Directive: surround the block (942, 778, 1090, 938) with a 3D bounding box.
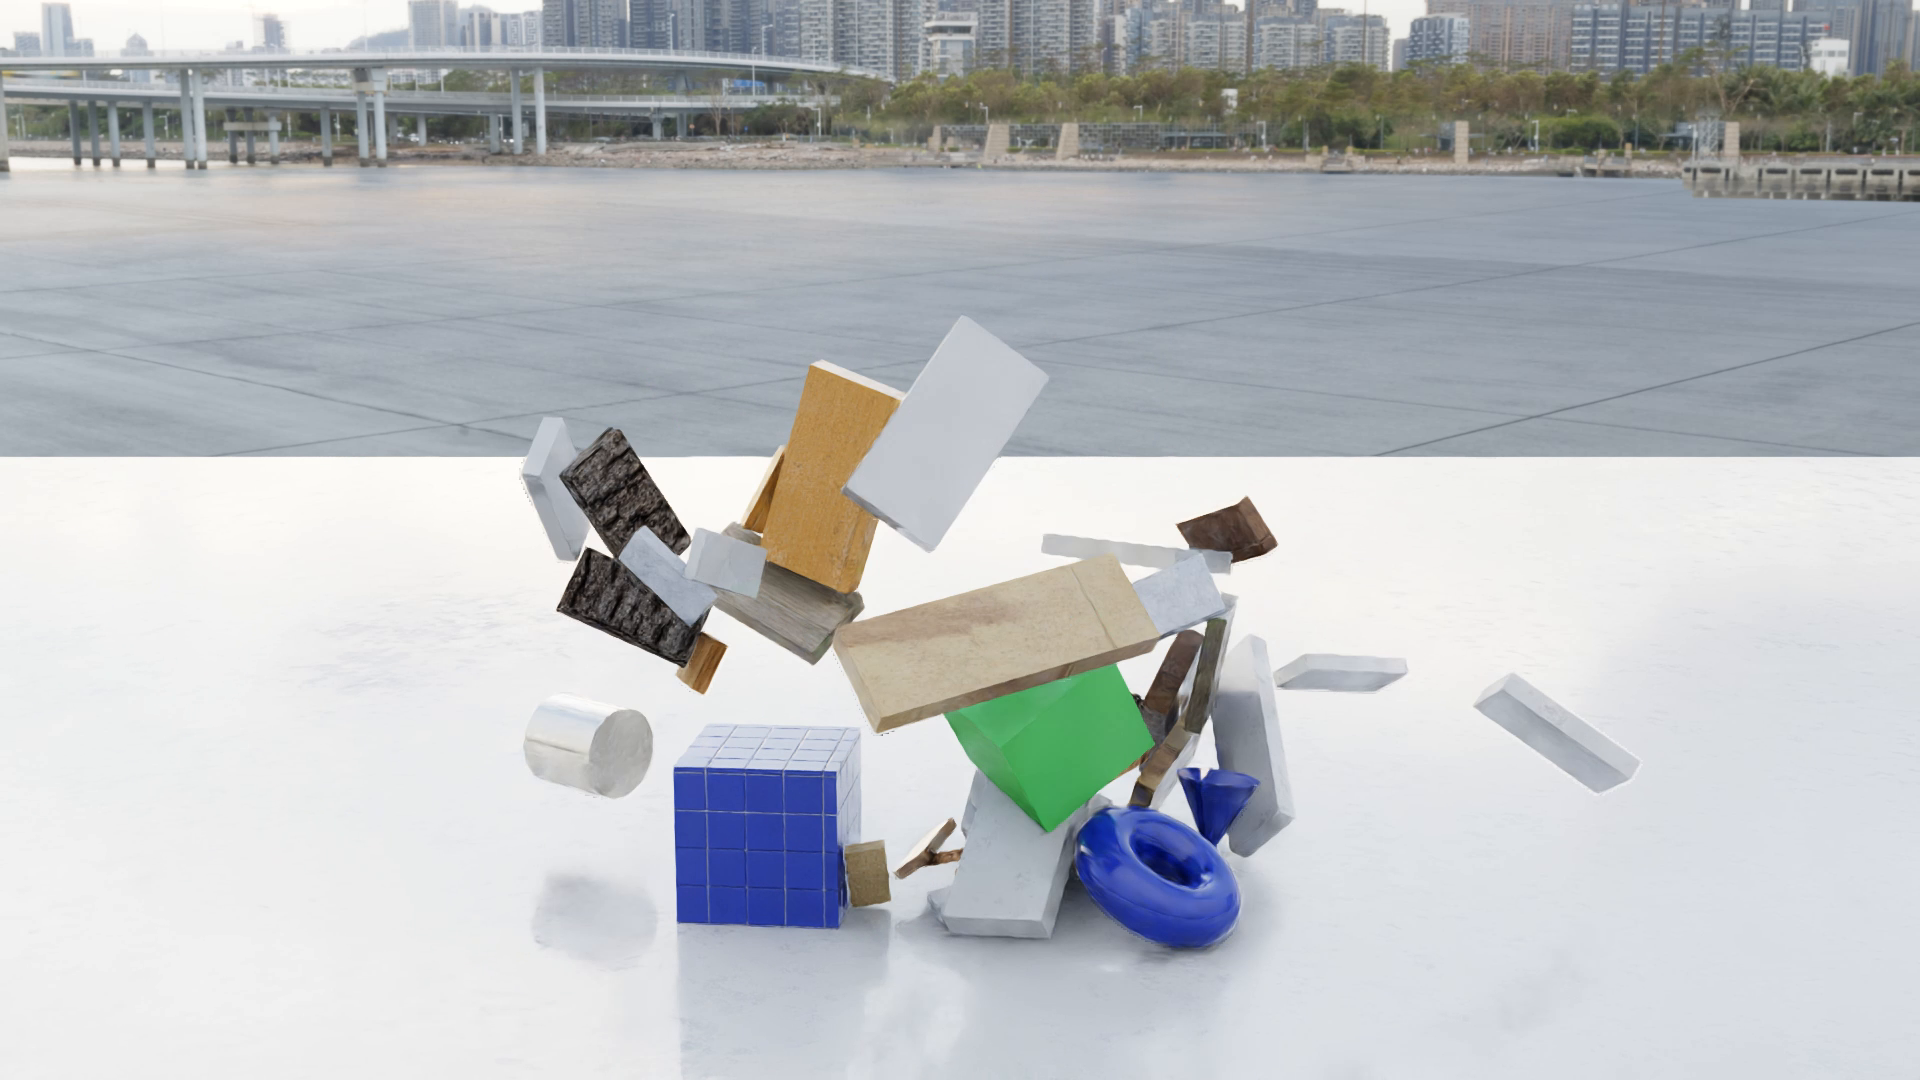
[{"bbox_3d":[0.121,0.428,3.593,0.168,0.048,0.490,-2,46,24],"label":"block"}]

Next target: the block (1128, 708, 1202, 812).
[{"bbox_3d":[0.374,0.416,4.000,0.037,0.132,0.264,26,40,15],"label":"block"}]

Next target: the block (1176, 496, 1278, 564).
[{"bbox_3d":[0.443,-0.009,3.657,0.027,0.097,0.194,-36,7,-26],"label":"block"}]

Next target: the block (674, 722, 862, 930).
[{"bbox_3d":[-0.311,0.466,3.620,0.262,0.262,0.262,1,11,6],"label":"block"}]

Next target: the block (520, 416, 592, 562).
[{"bbox_3d":[-0.635,-0.078,3.494,0.032,0.228,0.114,6,55,12],"label":"block"}]

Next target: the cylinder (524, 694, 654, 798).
[{"bbox_3d":[-0.668,0.369,3.955,0.163,0.163,0.163,9,14,35],"label":"cylinder"}]

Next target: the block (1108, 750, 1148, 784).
[{"bbox_3d":[0.223,0.393,3.854,0.113,0.032,0.226,12,21,35],"label":"block"}]

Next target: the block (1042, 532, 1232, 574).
[{"bbox_3d":[0.294,0.022,3.708,0.129,0.037,0.332,4,2,-38],"label":"block"}]

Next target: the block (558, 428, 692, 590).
[{"bbox_3d":[-0.515,-0.048,3.404,0.032,0.228,0.114,7,46,48],"label":"block"}]

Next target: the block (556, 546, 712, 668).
[{"bbox_3d":[-0.530,0.109,3.589,0.228,0.114,0.032,25,-33,-8],"label":"block"}]

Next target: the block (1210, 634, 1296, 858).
[{"bbox_3d":[0.518,0.364,3.950,0.037,0.132,0.419,25,38,-24],"label":"block"}]

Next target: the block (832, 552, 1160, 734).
[{"bbox_3d":[0.056,0.148,3.251,0.467,0.045,0.159,-15,60,-24],"label":"block"}]

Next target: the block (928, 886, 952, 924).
[{"bbox_3d":[0.019,0.578,3.558,0.129,0.018,0.064,-13,32,-20],"label":"block"}]

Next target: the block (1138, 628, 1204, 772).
[{"bbox_3d":[0.387,0.303,4.039,0.048,0.168,0.337,24,-22,14],"label":"block"}]

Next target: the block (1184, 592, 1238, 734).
[{"bbox_3d":[0.442,0.216,3.868,0.032,0.226,0.113,15,24,12],"label":"block"}]

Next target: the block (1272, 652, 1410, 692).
[{"bbox_3d":[0.625,0.219,3.611,0.201,0.027,0.097,4,-24,-27],"label":"block"}]

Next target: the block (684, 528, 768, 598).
[{"bbox_3d":[-0.340,0.034,3.198,0.021,0.075,0.149,9,-7,32],"label":"block"}]

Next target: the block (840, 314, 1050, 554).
[{"bbox_3d":[-0.020,-0.157,3.241,0.159,0.319,0.045,35,-15,-7],"label":"block"}]

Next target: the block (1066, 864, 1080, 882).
[{"bbox_3d":[0.248,0.556,3.720,0.136,0.019,0.068,-4,-15,-20],"label":"block"}]

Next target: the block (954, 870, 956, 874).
[{"bbox_3d":[0.089,0.539,3.710,0.180,0.026,0.090,-15,-7,-25],"label":"block"}]

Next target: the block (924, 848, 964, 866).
[{"bbox_3d":[0.011,0.527,3.698,0.134,0.019,0.067,-7,-9,-22],"label":"block"}]

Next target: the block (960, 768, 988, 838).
[{"bbox_3d":[0.122,0.366,3.733,0.168,0.048,0.337,-4,45,23],"label":"block"}]

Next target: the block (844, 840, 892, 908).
[{"bbox_3d":[-0.150,0.542,3.572,0.064,0.129,0.018,-8,39,-5],"label":"block"}]

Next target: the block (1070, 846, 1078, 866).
[{"bbox_3d":[0.204,0.534,3.743,0.180,0.026,0.090,-14,-6,-24],"label":"block"}]

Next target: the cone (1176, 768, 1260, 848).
[{"bbox_3d":[0.437,0.480,3.797,0.144,0.144,0.144,7,5,-1],"label":"cone"}]

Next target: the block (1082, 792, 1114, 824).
[{"bbox_3d":[0.166,0.461,3.742,0.180,0.025,0.090,-13,26,-42],"label":"block"}]

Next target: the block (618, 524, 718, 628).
[{"bbox_3d":[-0.427,0.054,3.220,0.021,0.149,0.075,-45,-2,-43],"label":"block"}]

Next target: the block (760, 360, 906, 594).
[{"bbox_3d":[-0.191,-0.095,3.352,0.159,0.319,0.045,23,19,15],"label":"block"}]

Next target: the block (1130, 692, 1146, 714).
[{"bbox_3d":[0.213,0.348,3.768,0.113,0.032,0.226,12,53,35],"label":"block"}]

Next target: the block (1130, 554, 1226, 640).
[{"bbox_3d":[0.308,0.105,3.439,0.193,0.097,0.027,-23,-20,2],"label":"block"}]

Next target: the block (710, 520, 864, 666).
[{"bbox_3d":[-0.293,0.081,3.437,0.258,0.037,0.129,29,60,21],"label":"block"}]

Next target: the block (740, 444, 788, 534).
[{"bbox_3d":[-0.278,-0.074,3.448,0.075,0.149,0.021,16,27,-28],"label":"block"}]

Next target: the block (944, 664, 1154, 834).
[{"bbox_3d":[0.127,0.274,3.535,0.228,0.228,0.228,-38,42,-12],"label":"block"}]

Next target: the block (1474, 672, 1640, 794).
[{"bbox_3d":[1.025,0.334,3.786,0.264,0.037,0.132,35,-20,3],"label":"block"}]

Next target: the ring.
[{"bbox_3d":[0.313,0.529,3.472,0.285,0.095,0.285,23,25,-11],"label":"ring"}]

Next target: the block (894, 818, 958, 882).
[{"bbox_3d":[-0.057,0.515,3.668,0.067,0.019,0.134,-38,2,29],"label":"block"}]

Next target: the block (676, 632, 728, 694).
[{"bbox_3d":[-0.421,0.197,3.576,0.024,0.086,0.172,26,-4,-16],"label":"block"}]
